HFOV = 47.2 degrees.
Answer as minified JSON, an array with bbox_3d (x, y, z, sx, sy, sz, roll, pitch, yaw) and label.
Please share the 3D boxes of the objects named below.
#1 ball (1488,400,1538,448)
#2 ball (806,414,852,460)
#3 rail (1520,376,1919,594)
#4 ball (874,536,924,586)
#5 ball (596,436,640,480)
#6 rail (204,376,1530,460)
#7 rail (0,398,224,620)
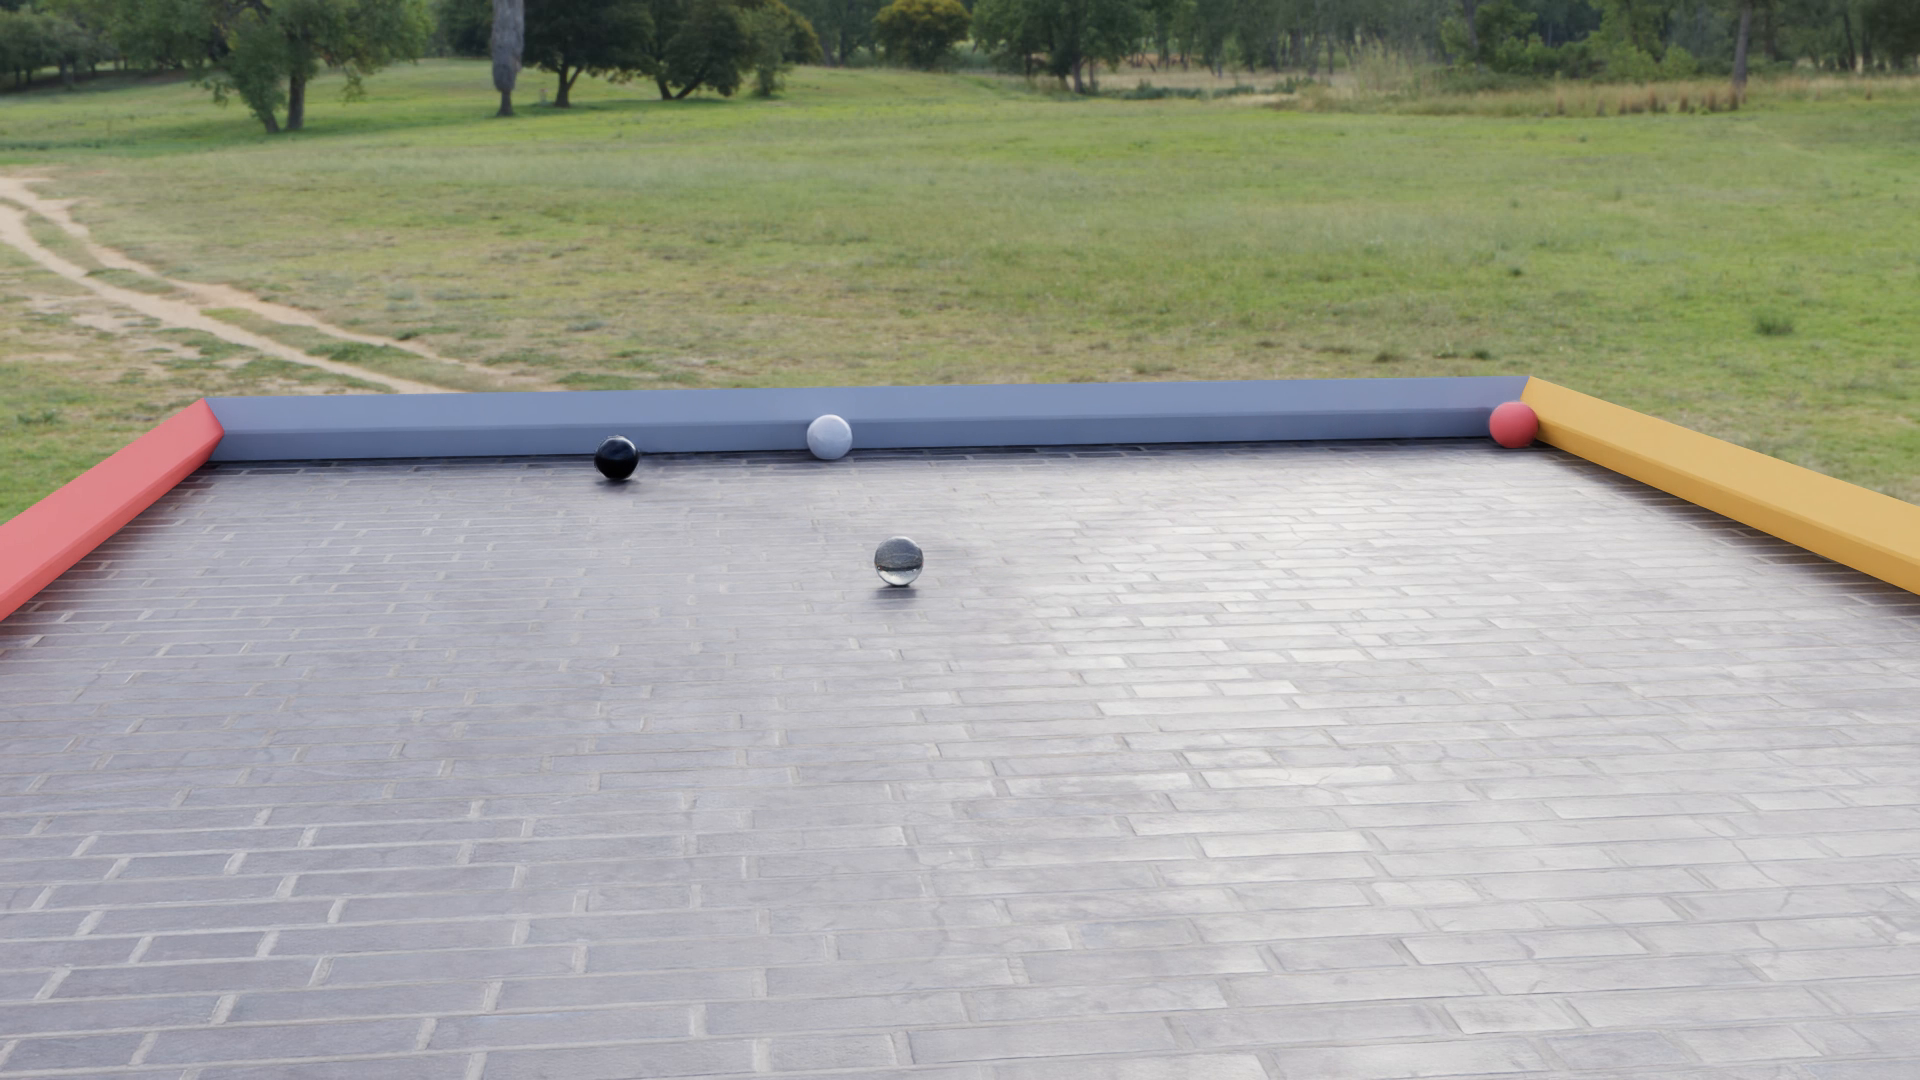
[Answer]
[{"bbox_3d":[1.082,-0.227,4.305,0.092,0.092,0.092,0,12,0],"label":"ball"},{"bbox_3d":[-0.248,-0.195,4.164,0.086,0.086,0.086,0,12,0],"label":"ball"},{"bbox_3d":[1.401,0.168,2.299,0.045,0.119,4.433,-1,12,-7],"label":"rail"},{"bbox_3d":[-0.086,0.029,3.103,0.071,0.071,0.071,0,12,0],"label":"ball"},{"bbox_3d":[-0.615,-0.146,3.945,0.078,0.078,0.078,0,12,0],"label":"ball"},{"bbox_3d":[-0.133,-0.236,4.278,2.598,0.119,0.045,-1,12,-7],"label":"rail"},{"bbox_3d":[-1.131,0.230,1.993,0.045,0.119,4.433,-1,12,-7],"label":"rail"}]
